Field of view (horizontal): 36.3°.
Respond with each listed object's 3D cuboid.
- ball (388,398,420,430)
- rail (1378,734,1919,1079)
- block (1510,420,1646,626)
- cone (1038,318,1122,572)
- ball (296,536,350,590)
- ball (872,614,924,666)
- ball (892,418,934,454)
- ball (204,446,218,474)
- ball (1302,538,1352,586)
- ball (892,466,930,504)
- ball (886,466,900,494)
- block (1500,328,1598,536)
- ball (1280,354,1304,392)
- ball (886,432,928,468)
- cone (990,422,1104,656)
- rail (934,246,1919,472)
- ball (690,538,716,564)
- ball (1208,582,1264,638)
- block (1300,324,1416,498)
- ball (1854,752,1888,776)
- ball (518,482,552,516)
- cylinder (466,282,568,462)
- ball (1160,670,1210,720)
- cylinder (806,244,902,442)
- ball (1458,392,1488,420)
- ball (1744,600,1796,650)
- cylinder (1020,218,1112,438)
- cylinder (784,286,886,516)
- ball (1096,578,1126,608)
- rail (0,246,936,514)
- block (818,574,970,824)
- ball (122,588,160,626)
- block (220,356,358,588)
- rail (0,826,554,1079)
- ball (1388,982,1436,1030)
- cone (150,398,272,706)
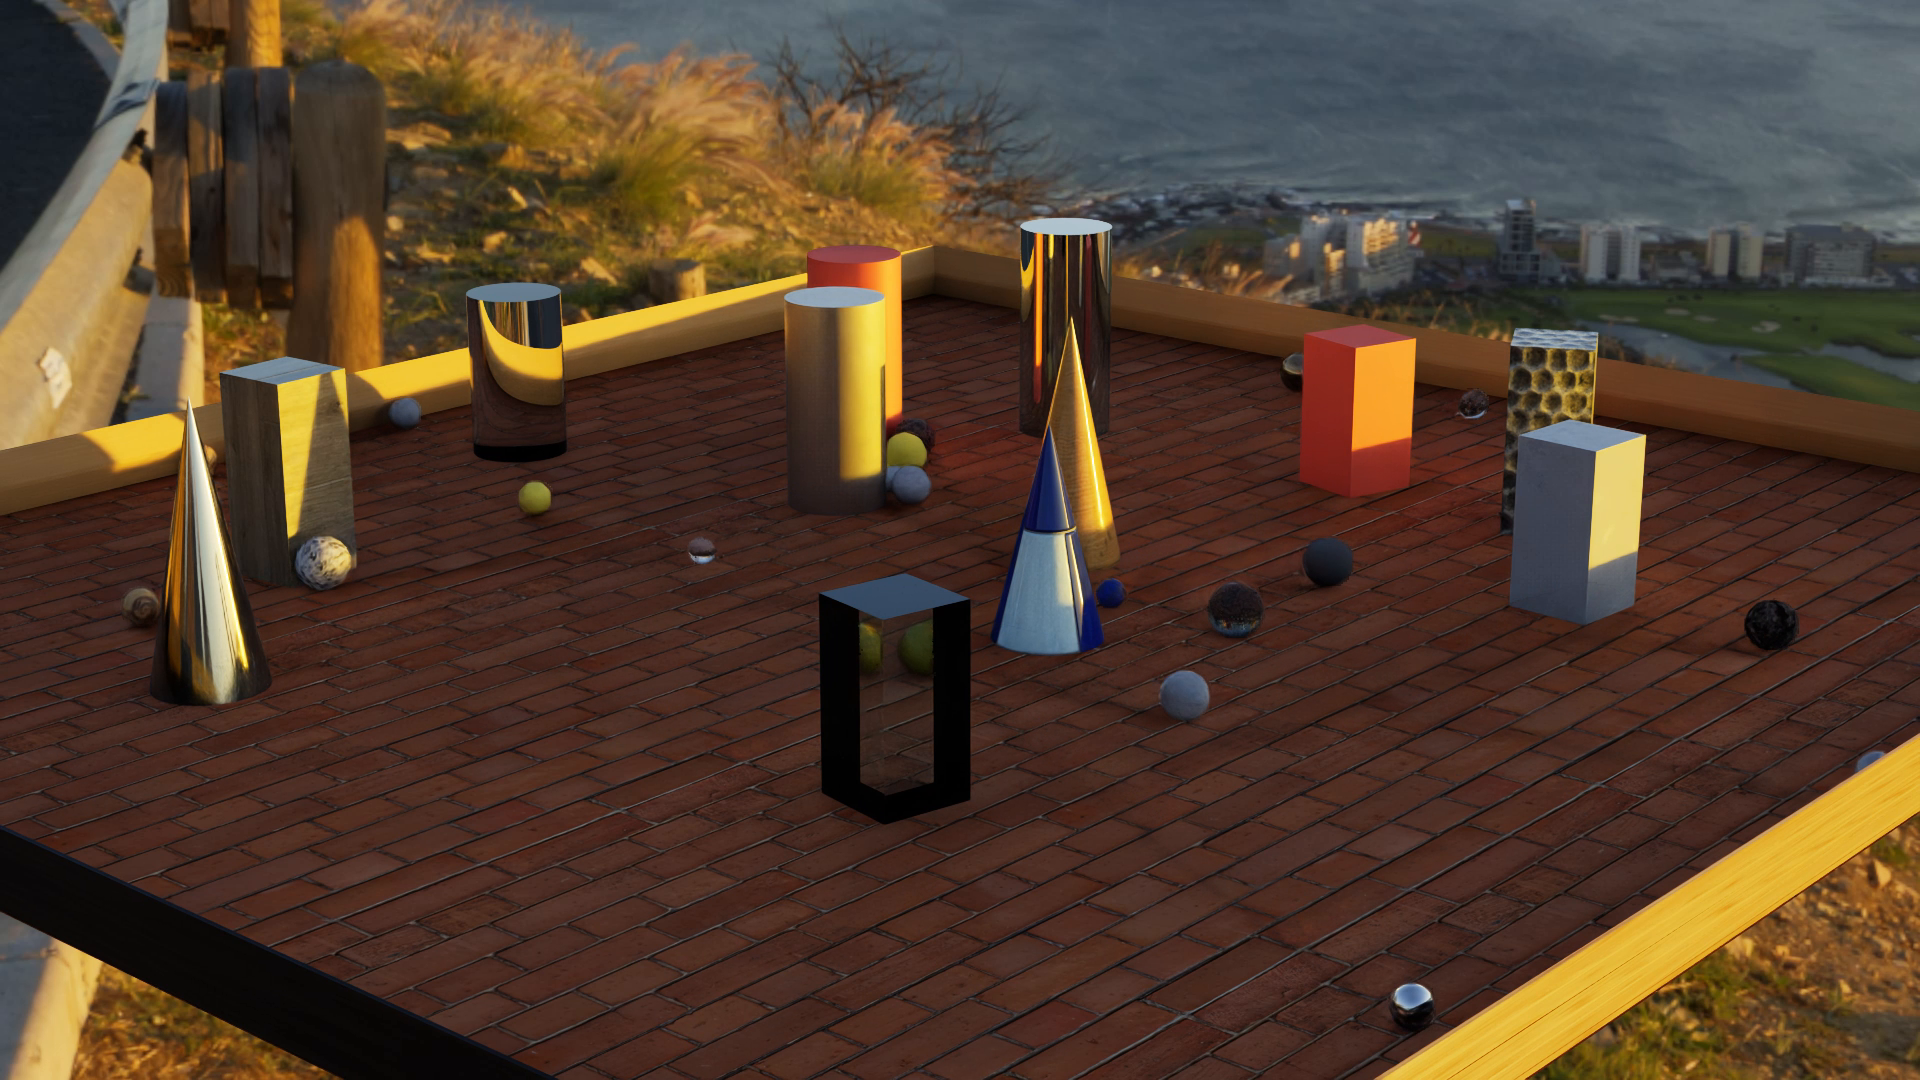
[{"bbox_3d":[-1.178,-0.267,6.212,0.065,0.065,0.065,0,17,0],"label":"ball"},{"bbox_3d":[1.264,0.349,4.070,0.045,0.124,3.705,14,22,39],"label":"rail"},{"bbox_3d":[1.057,-0.032,5.022,0.153,0.305,0.153,16,23,42],"label":"block"},{"bbox_3d":[0.198,-0.183,5.271,0.191,0.450,0.191,0,17,0],"label":"cone"},{"bbox_3d":[-1.118,0.040,5.144,0.096,0.096,0.096,0,17,0],"label":"ball"},{"bbox_3d":[-0.100,0.163,4.757,0.085,0.085,0.085,0,17,0],"label":"ball"},{"bbox_3d":[-0.095,-0.206,5.978,0.085,0.085,0.085,0,17,0],"label":"ball"},{"bbox_3d":[-1.511,-0.156,5.840,0.068,0.068,0.068,0,17,0],"label":"ball"},{"bbox_3d":[0.647,0.038,5.166,0.086,0.086,0.086,0,17,0],"label":"ball"},{"bbox_3d":[-0.095,-0.106,5.661,0.075,0.075,0.075,0,17,0],"label":"ball"},{"bbox_3d":[-0.129,-0.118,5.738,0.055,0.055,0.055,0,17,0],"label":"ball"},{"bbox_3d":[1.101,-0.199,5.478,0.153,0.361,0.153,4,17,13],"label":"block"},{"bbox_3d":[0.754,-0.373,6.533,0.084,0.084,0.084,0,17,0],"label":"ball"},{"bbox_3d":[-0.110,-0.170,5.850,0.089,0.089,0.089,0,17,0],"label":"ball"},{"bbox_3d":[0.146,-0.016,4.850,0.191,0.372,0.191,0,17,0],"label":"cone"},{"bbox_3d":[1.199,-0.368,6.443,3.397,0.124,0.045,14,22,39],"label":"rail"},{"bbox_3d":[-0.465,0.020,5.294,0.048,0.048,0.048,0,17,0],"label":"ball"},{"bbox_3d":[0.460,0.115,4.898,0.094,0.094,0.094,0,17,0],"label":"ball"},{"bbox_3d":[0.781,-0.255,5.769,0.153,0.299,0.153,-11,20,-32],"label":"block"},{"bbox_3d":[1.318,0.338,4.205,0.068,0.068,0.068,0,17,0],"label":"ball"},{"bbox_3d":[-0.812,-0.080,5.595,0.064,0.064,0.064,0,17,0],"label":"ball"},{"bbox_3d":[-0.907,-0.344,6.007,0.191,0.333,0.191,0,17,0],"label":"cylinder"},{"bbox_3d":[0.346,0.239,4.518,0.077,0.077,0.077,0,17,0],"label":"ball"},{"bbox_3d":[-0.215,-0.384,6.004,0.191,0.410,0.191,0,17,0],"label":"cylinder"},{"bbox_3d":[1.101,-0.289,6.295,0.061,0.061,0.061,0,17,0],"label":"ball"},{"bbox_3d":[1.337,0.140,4.835,0.083,0.083,0.083,0,17,0],"label":"ball"},{"bbox_3d":[0.221,-0.444,6.161,0.191,0.435,0.191,0,17,0],"label":"cylinder"},{"bbox_3d":[-0.238,-0.268,5.626,0.191,0.406,0.191,0,17,0],"label":"cylinder"},{"bbox_3d":[0.261,0.091,5.053,0.050,0.050,0.050,0,17,0],"label":"ball"},{"bbox_3d":[-1.264,-0.286,6.171,0.045,0.124,3.705,14,22,39],"label":"rail"},{"bbox_3d":[-0.092,0.224,4.176,0.153,0.303,0.153,-13,21,-36],"label":"block"},{"bbox_3d":[-1.384,0.114,4.956,0.064,0.064,0.064,0,17,0],"label":"ball"},{"bbox_3d":[-1.192,-0.122,5.209,0.153,0.368,0.153,12,21,35],"label":"block"},{"bbox_3d":[-1.199,0.430,3.798,3.397,0.124,0.045,14,22,39],"label":"rail"},{"bbox_3d":[0.540,0.557,3.502,0.056,0.056,0.056,0,17,0],"label":"ball"},{"bbox_3d":[-1.194,0.003,4.606,0.191,0.477,0.191,0,17,0],"label":"cone"}]
